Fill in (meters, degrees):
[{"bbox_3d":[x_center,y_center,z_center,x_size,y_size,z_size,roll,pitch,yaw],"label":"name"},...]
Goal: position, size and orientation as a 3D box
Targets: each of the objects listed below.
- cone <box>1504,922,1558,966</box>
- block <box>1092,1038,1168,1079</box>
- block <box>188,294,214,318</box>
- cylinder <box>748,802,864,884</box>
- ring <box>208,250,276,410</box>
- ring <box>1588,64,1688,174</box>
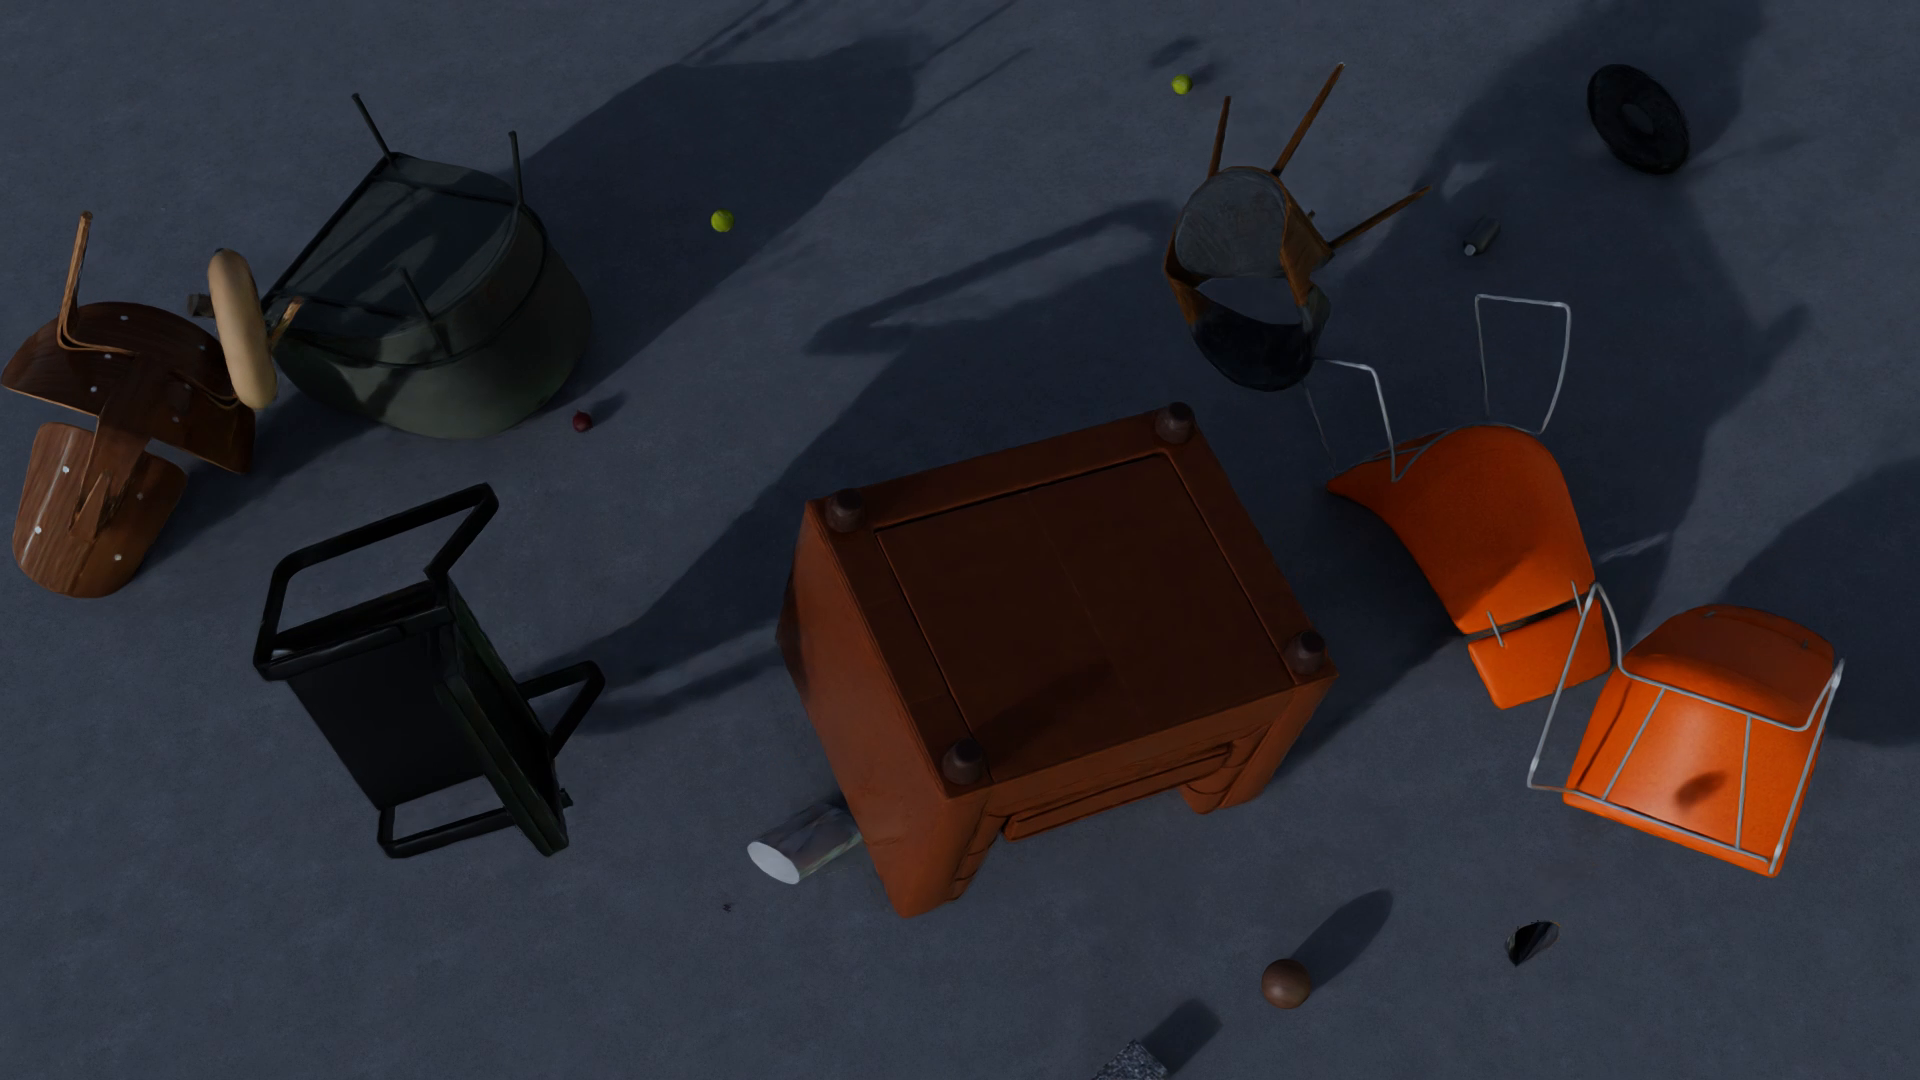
[{"bbox_3d":[1.326,0.973,5.175,0.071,0.156,0.147,54,32,3],"label":"cone"},{"bbox_3d":[0.430,1.377,5.608,0.160,0.069,0.119,-38,64,-22],"label":"block"},{"bbox_3d":[-2.331,-0.723,6.816,0.075,0.095,0.066,11,94,48],"label":"block"},{"bbox_3d":[-0.416,0.812,5.905,0.220,0.112,0.239,-30,26,-32],"label":"cylinder"},{"bbox_3d":[-2.054,-0.602,6.298,0.119,0.403,0.465,-13,99,-14],"label":"ring"},{"bbox_3d":[2.291,-1.424,7.432,0.279,0.116,0.448,-25,70,-10],"label":"ring"}]
